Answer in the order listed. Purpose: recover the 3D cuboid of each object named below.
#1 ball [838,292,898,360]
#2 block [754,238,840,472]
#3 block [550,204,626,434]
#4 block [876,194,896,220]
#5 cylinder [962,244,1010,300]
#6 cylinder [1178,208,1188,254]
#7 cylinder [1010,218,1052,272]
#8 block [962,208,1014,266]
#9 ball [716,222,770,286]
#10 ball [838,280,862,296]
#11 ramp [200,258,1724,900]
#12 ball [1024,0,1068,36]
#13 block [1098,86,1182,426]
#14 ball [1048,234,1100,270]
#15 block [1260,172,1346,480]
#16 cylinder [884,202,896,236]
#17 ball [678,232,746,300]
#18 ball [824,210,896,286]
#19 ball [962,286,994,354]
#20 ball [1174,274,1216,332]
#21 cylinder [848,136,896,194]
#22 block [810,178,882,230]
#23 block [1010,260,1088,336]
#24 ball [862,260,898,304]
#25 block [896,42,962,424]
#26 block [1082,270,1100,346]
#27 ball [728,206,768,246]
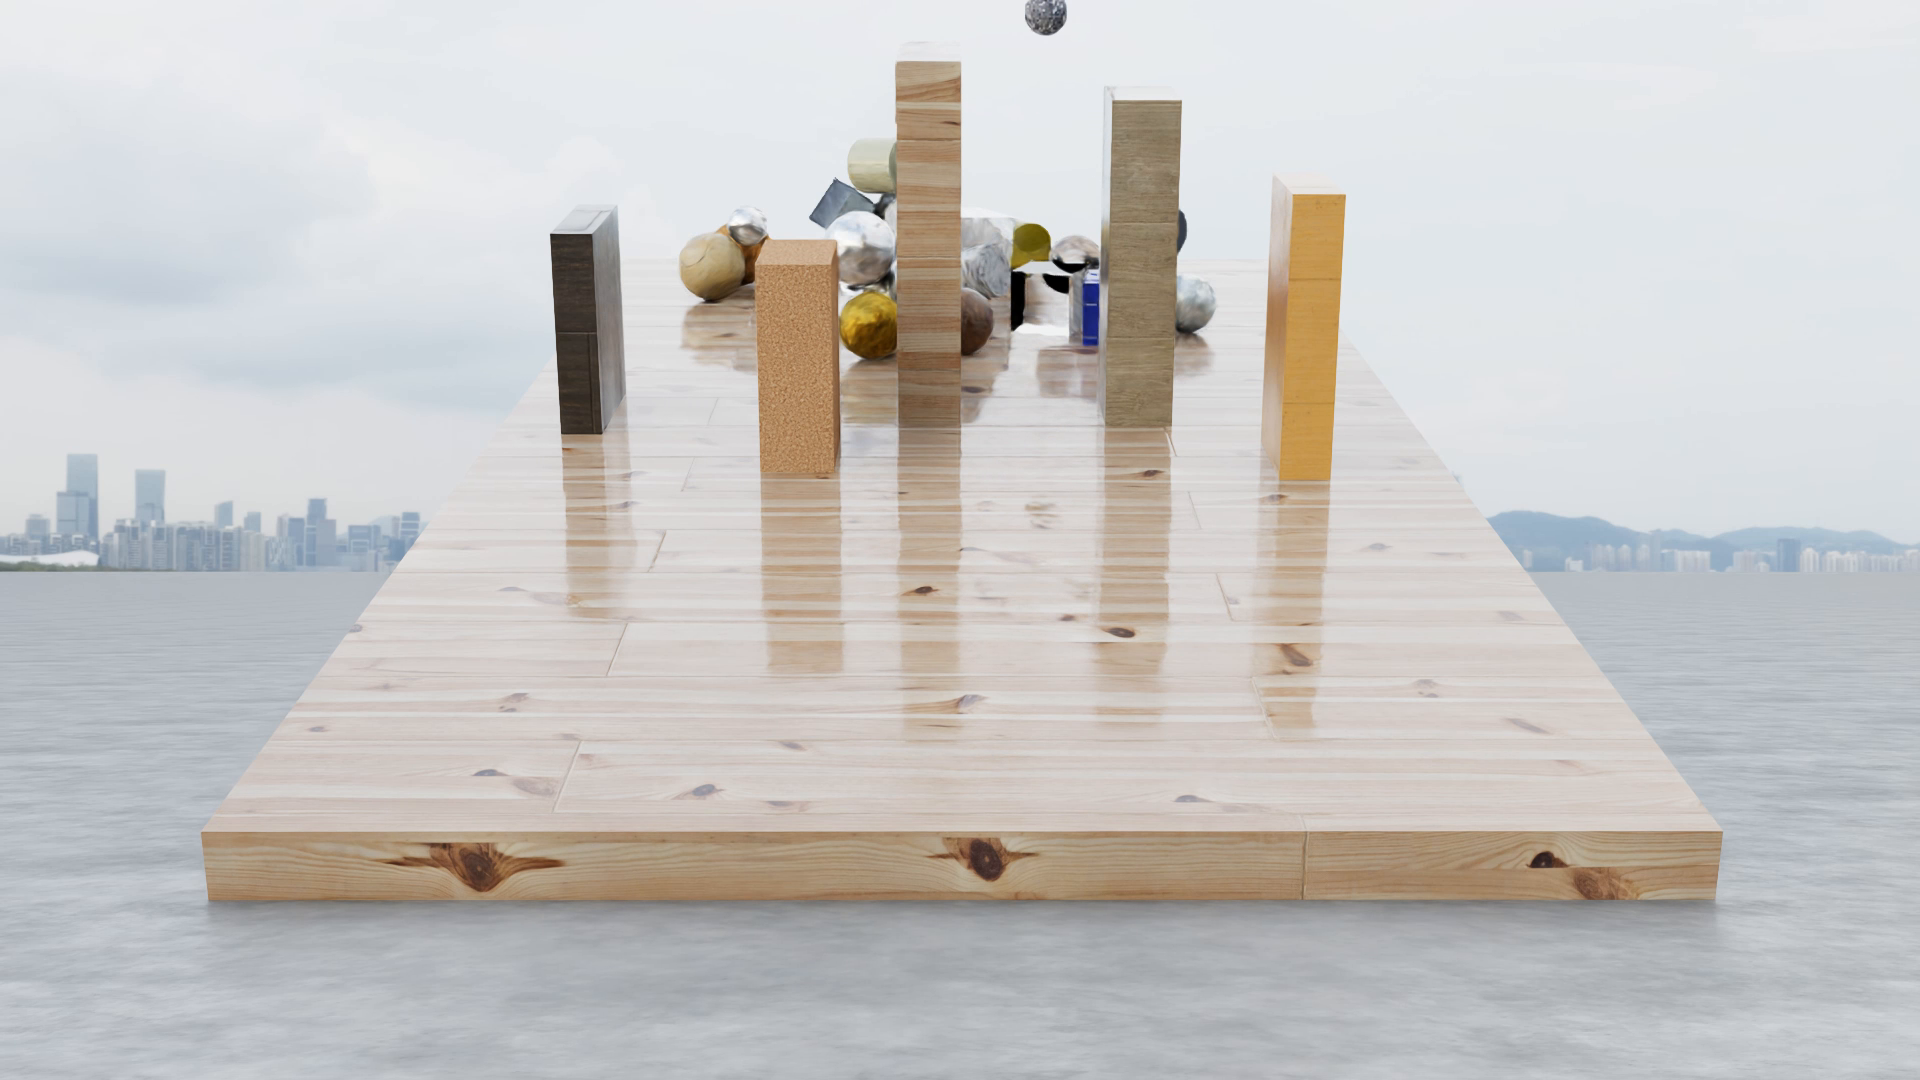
[{"bbox_3d":[-0.215,-0.525,5.474,0.164,0.164,0.164,0,-1,0],"label":"ball"},{"bbox_3d":[-0.331,-0.384,4.612,0.150,0.427,0.284,0,18,0],"label":"block"},{"bbox_3d":[-0.816,-0.492,4.930,0.089,0.436,0.374,0,18,0],"label":"block"},{"bbox_3d":[-0.136,-0.977,6.495,0.138,0.138,0.138,-4,46,-34],"label":"block"},{"bbox_3d":[0.036,-0.703,5.945,0.143,0.143,0.143,-12,-8,36],"label":"cylinder"},{"bbox_3d":[0.524,-0.834,6.266,0.190,0.190,0.190,0,-21,-8],"label":"cylinder"},{"bbox_3d":[0.163,-0.861,6.534,0.153,0.153,0.153,0,15,-31],"label":"cylinder"},{"bbox_3d":[0.025,-0.851,6.432,0.182,0.182,0.182,-6,18,-32],"label":"block"},{"bbox_3d":[-0.621,-0.815,6.337,0.184,0.184,0.184,0,-1,0],"label":"ball"},{"bbox_3d":[-0.290,-0.744,6.214,0.142,0.142,0.142,0,-1,0],"label":"ball"},{"bbox_3d":[-0.003,-0.185,4.855,2.000,0.100,4.000,0,18,0],"label":"ramp"},{"bbox_3d":[0.244,-1.494,6.342,0.124,0.124,0.124,0,-1,0],"label":"ball"},{"bbox_3d":[0.390,-0.626,4.912,0.147,0.705,0.270,0,18,0],"label":"block"},{"bbox_3d":[0.308,-0.742,5.965,0.148,0.148,0.148,0,-1,0],"label":"ball"},{"bbox_3d":[0.694,-0.439,4.547,0.103,0.574,0.283,0,18,0],"label":"block"},{"bbox_3d":[-0.136,-0.863,6.287,0.139,0.139,0.139,-6,-36,-4],"label":"cylinder"},{"bbox_3d":[-0.682,-0.753,6.142,0.185,0.185,0.185,0,-1,0],"label":"ball"},{"bbox_3d":[-0.258,-0.746,5.731,0.192,0.192,0.192,0,-1,0],"label":"ball"},{"bbox_3d":[0.001,-0.542,5.522,0.167,0.167,0.167,0,-1,0],"label":"ball"},{"bbox_3d":[0.585,-0.610,5.762,0.151,0.151,0.151,0,-1,0],"label":"ball"},{"bbox_3d":[-0.205,-1.052,6.274,0.159,0.159,0.159,8,5,41],"label":"cylinder"},{"bbox_3d":[-0.328,-0.956,6.605,0.143,0.143,0.143,32,3,-33],"label":"block"},{"bbox_3d":[0.234,-0.628,5.803,0.158,0.158,0.158,7,19,20],"label":"block"},{"bbox_3d":[-0.171,-0.652,5.859,0.170,0.170,0.170,0,-1,0],"label":"ball"},{"bbox_3d":[-0.067,-0.694,4.994,0.138,0.782,0.426,0,18,0],"label":"block"},{"bbox_3d":[0.400,-0.588,5.677,0.161,0.161,0.161,3,18,8],"label":"block"},{"bbox_3d":[-0.583,-0.863,6.143,0.111,0.111,0.111,0,-1,0],"label":"ball"}]
